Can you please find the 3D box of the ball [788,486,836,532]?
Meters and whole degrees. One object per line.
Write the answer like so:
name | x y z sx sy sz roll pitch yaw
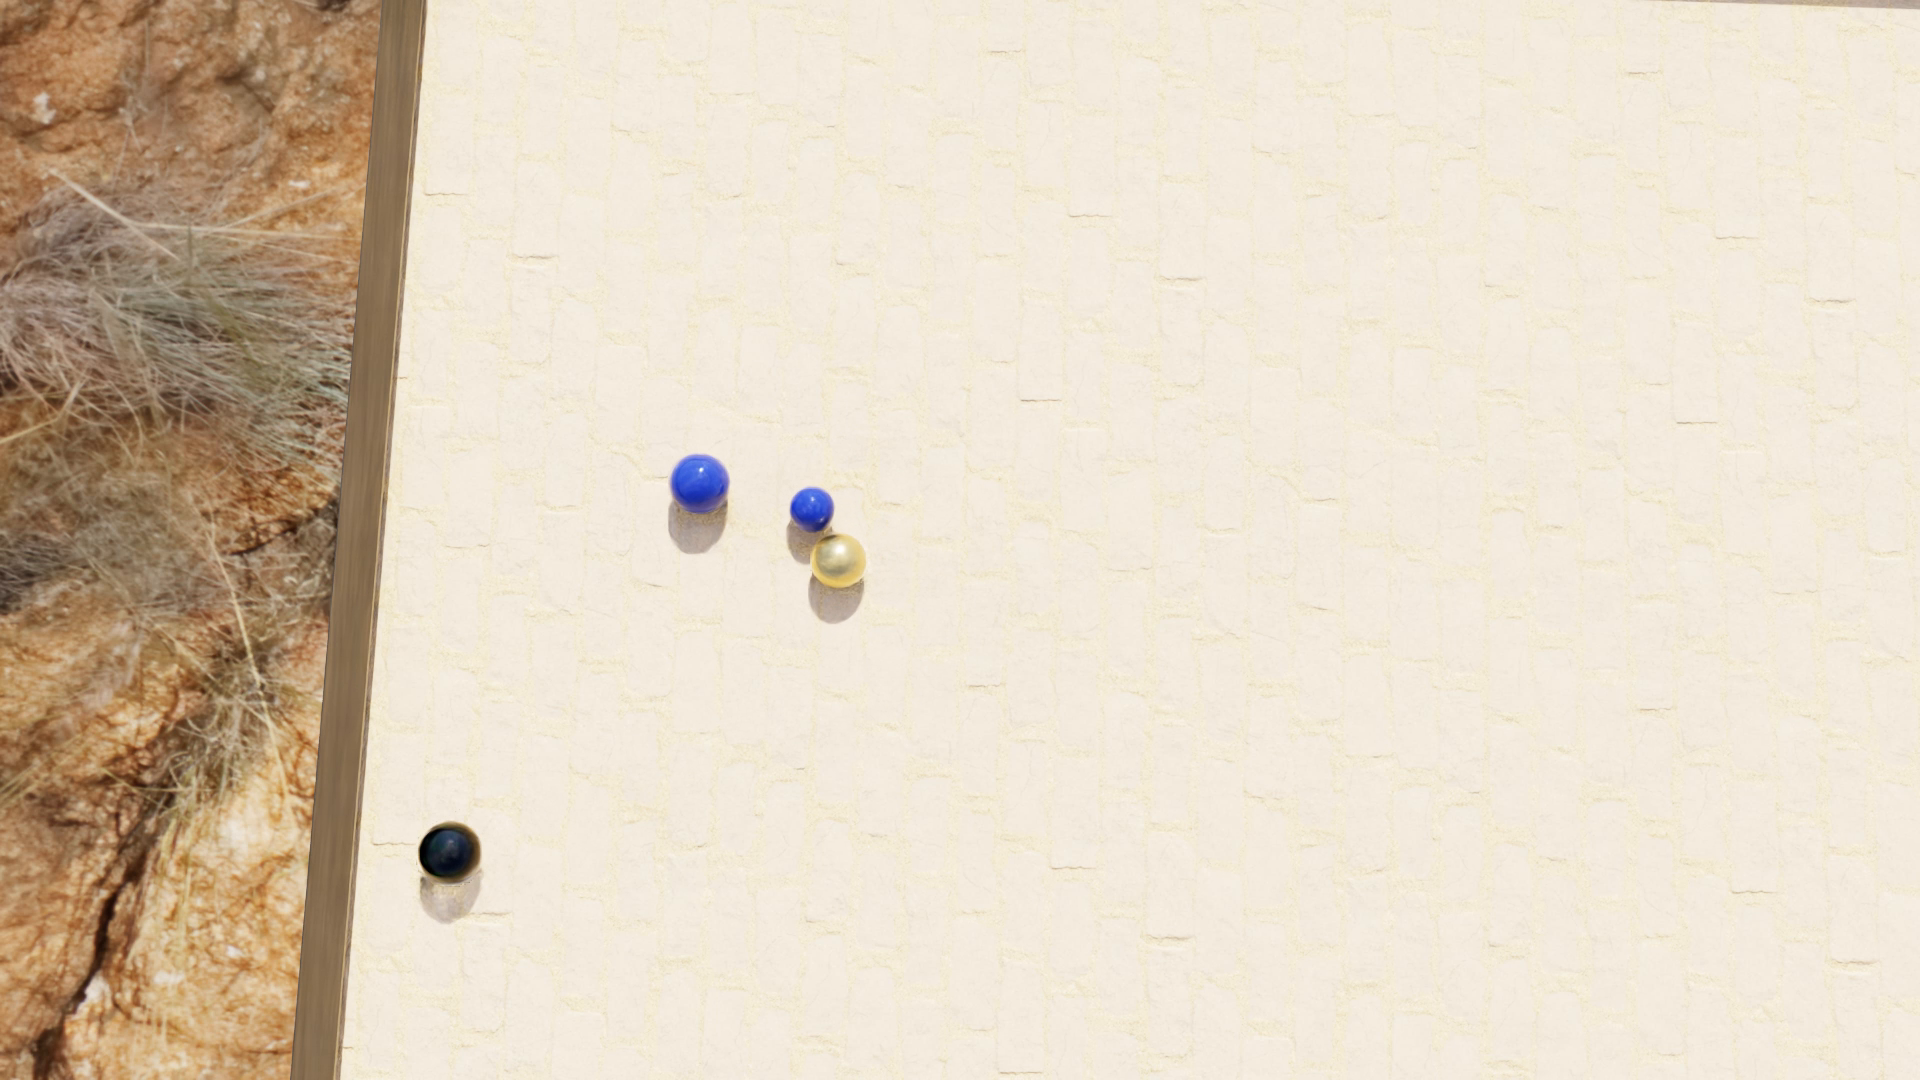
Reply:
ball | -0.221 -0.046 3.291 0.070 0.070 0.070 0 80 0

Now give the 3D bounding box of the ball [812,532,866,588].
ball | -0.180 0.031 3.271 0.083 0.083 0.083 0 80 0

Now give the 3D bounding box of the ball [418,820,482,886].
ball | -0.740 0.454 3.192 0.093 0.093 0.093 0 80 0

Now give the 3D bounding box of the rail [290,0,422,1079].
rail | -0.882 -0.034 3.262 0.045 0.120 2.039 2 80 0

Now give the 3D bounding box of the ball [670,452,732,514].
ball | -0.388 -0.085 3.287 0.092 0.092 0.092 0 80 0
